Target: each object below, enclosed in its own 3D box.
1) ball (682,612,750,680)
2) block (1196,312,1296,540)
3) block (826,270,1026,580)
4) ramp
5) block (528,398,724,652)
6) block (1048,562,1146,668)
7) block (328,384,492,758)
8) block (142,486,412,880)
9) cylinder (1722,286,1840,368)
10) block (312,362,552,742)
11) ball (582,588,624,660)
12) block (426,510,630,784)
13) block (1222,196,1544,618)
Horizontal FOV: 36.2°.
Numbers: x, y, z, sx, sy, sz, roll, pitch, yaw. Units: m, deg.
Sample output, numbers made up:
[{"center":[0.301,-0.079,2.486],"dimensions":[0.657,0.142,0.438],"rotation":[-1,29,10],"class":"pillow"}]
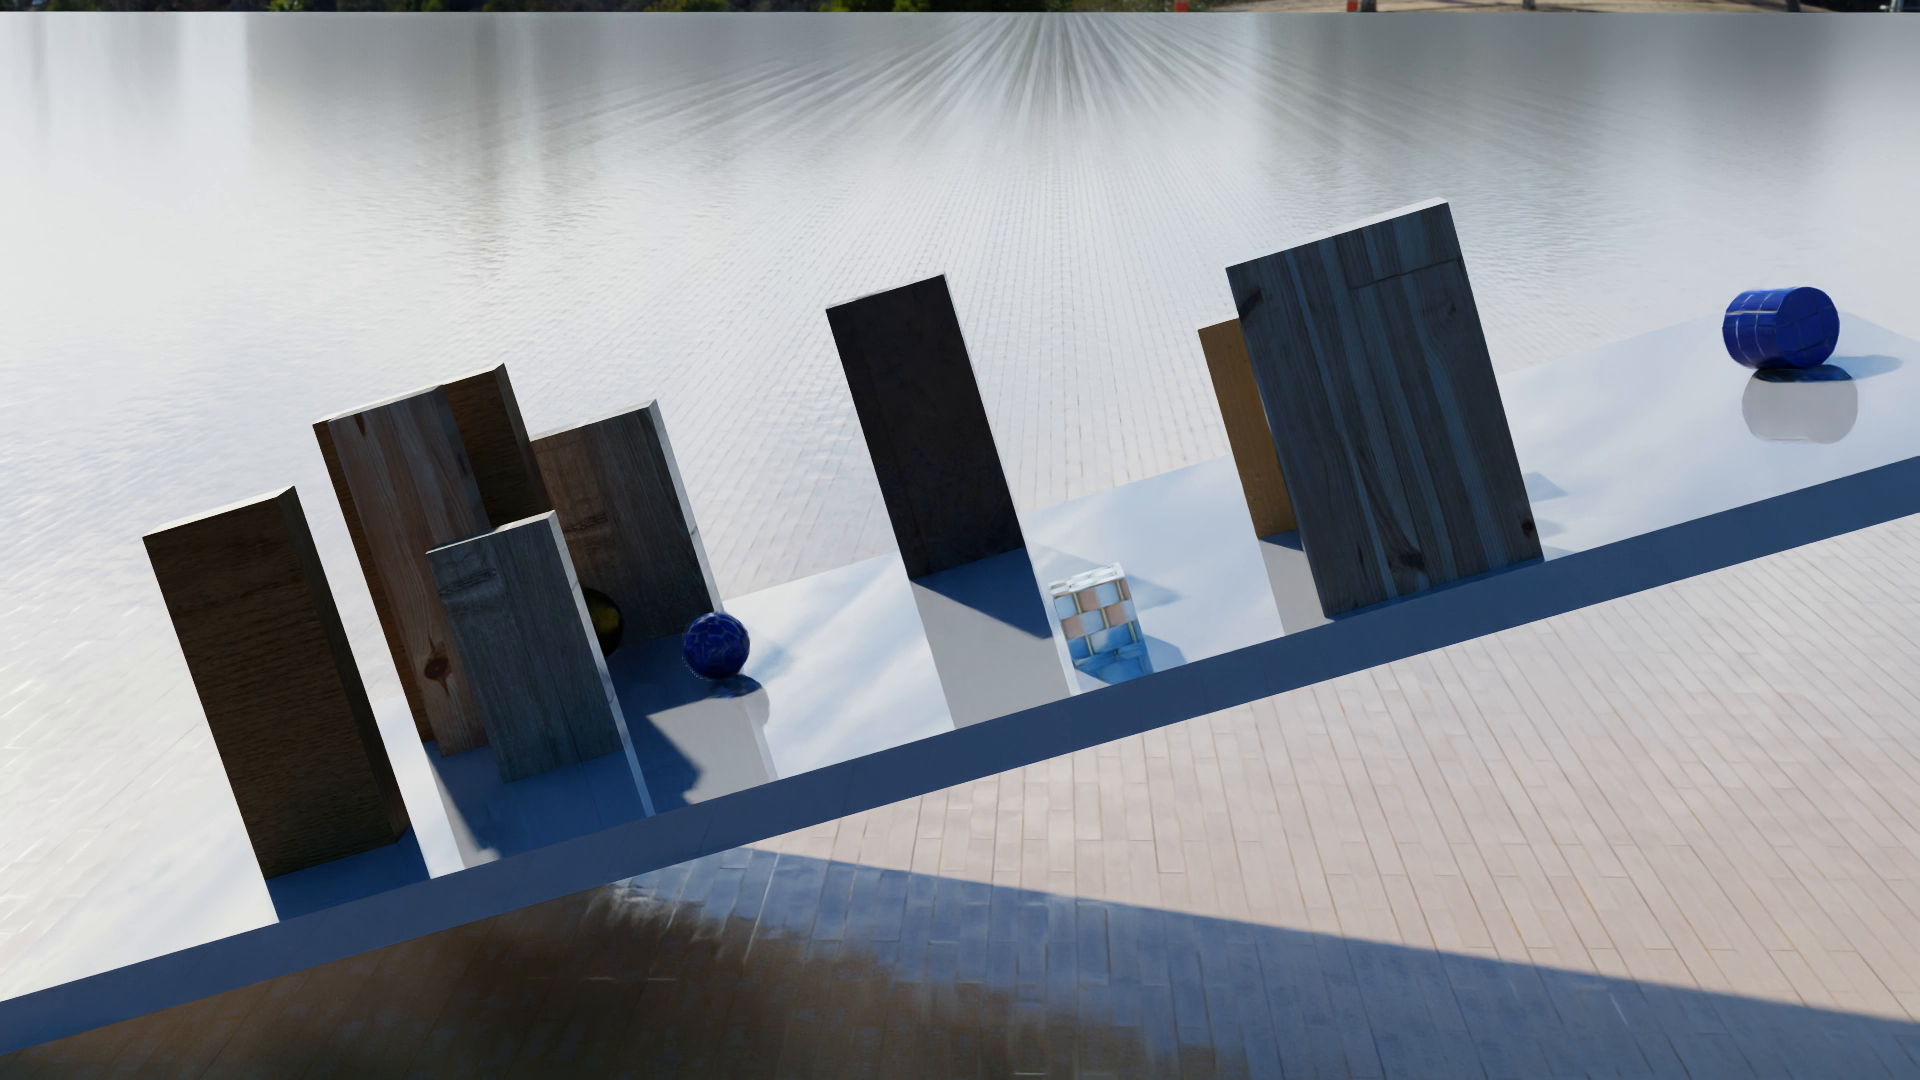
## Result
[{"center":[-0.530,0.230,6.409],"dimensions":[0.146,0.146,0.146],"rotation":[0,11,0],"class":"ball"},{"center":[0.708,-0.270,6.151],"dimensions":[0.313,0.461,0.094],"rotation":[-16,10,5],"class":"block"},{"center":[-0.077,-0.266,6.858],"dimensions":[0.285,0.664,0.090],"rotation":[-16,10,5],"class":"block"},{"center":[0.093,0.186,6.318],"dimensions":[4.000,0.100,2.000],"rotation":[-16,10,5],"class":"ramp"},{"center":[-0.871,-0.012,7.137],"dimensions":[0.440,0.547,0.137],"rotation":[-16,10,5],"class":"block"},{"center":[0.259,0.142,5.579],"dimensions":[0.142,0.142,0.142],"rotation":[-17,10,1],"class":"block"},{"center":[-1.138,0.068,6.469],"dimensions":[0.240,0.780,0.120],"rotation":[-16,10,5],"class":"block"},{"center":[-1.345,0.282,5.812],"dimensions":[0.279,0.722,0.135],"rotation":[-16,10,5],"class":"block"},{"center":[1.743,-0.450,6.247],"dimensions":[0.170,0.170,0.170],"rotation":[-5,4,-23],"class":"cylinder"},{"center":[-1.133,0.030,6.701],"dimensions":[0.431,0.769,0.132],"rotation":[-16,10,5],"class":"block"},{"center":[-0.888,0.205,6.974],"dimensions":[0.180,0.180,0.180],"rotation":[0,11,0],"class":"ball"},{"center":[-0.881,0.220,6.015],"dimensions":[0.261,0.502,0.089],"rotation":[-16,10,5],"class":"block"},{"center":[0.761,-0.239,5.309],"dimensions":[0.407,0.662,0.125],"rotation":[-16,10,5],"class":"block"}]
